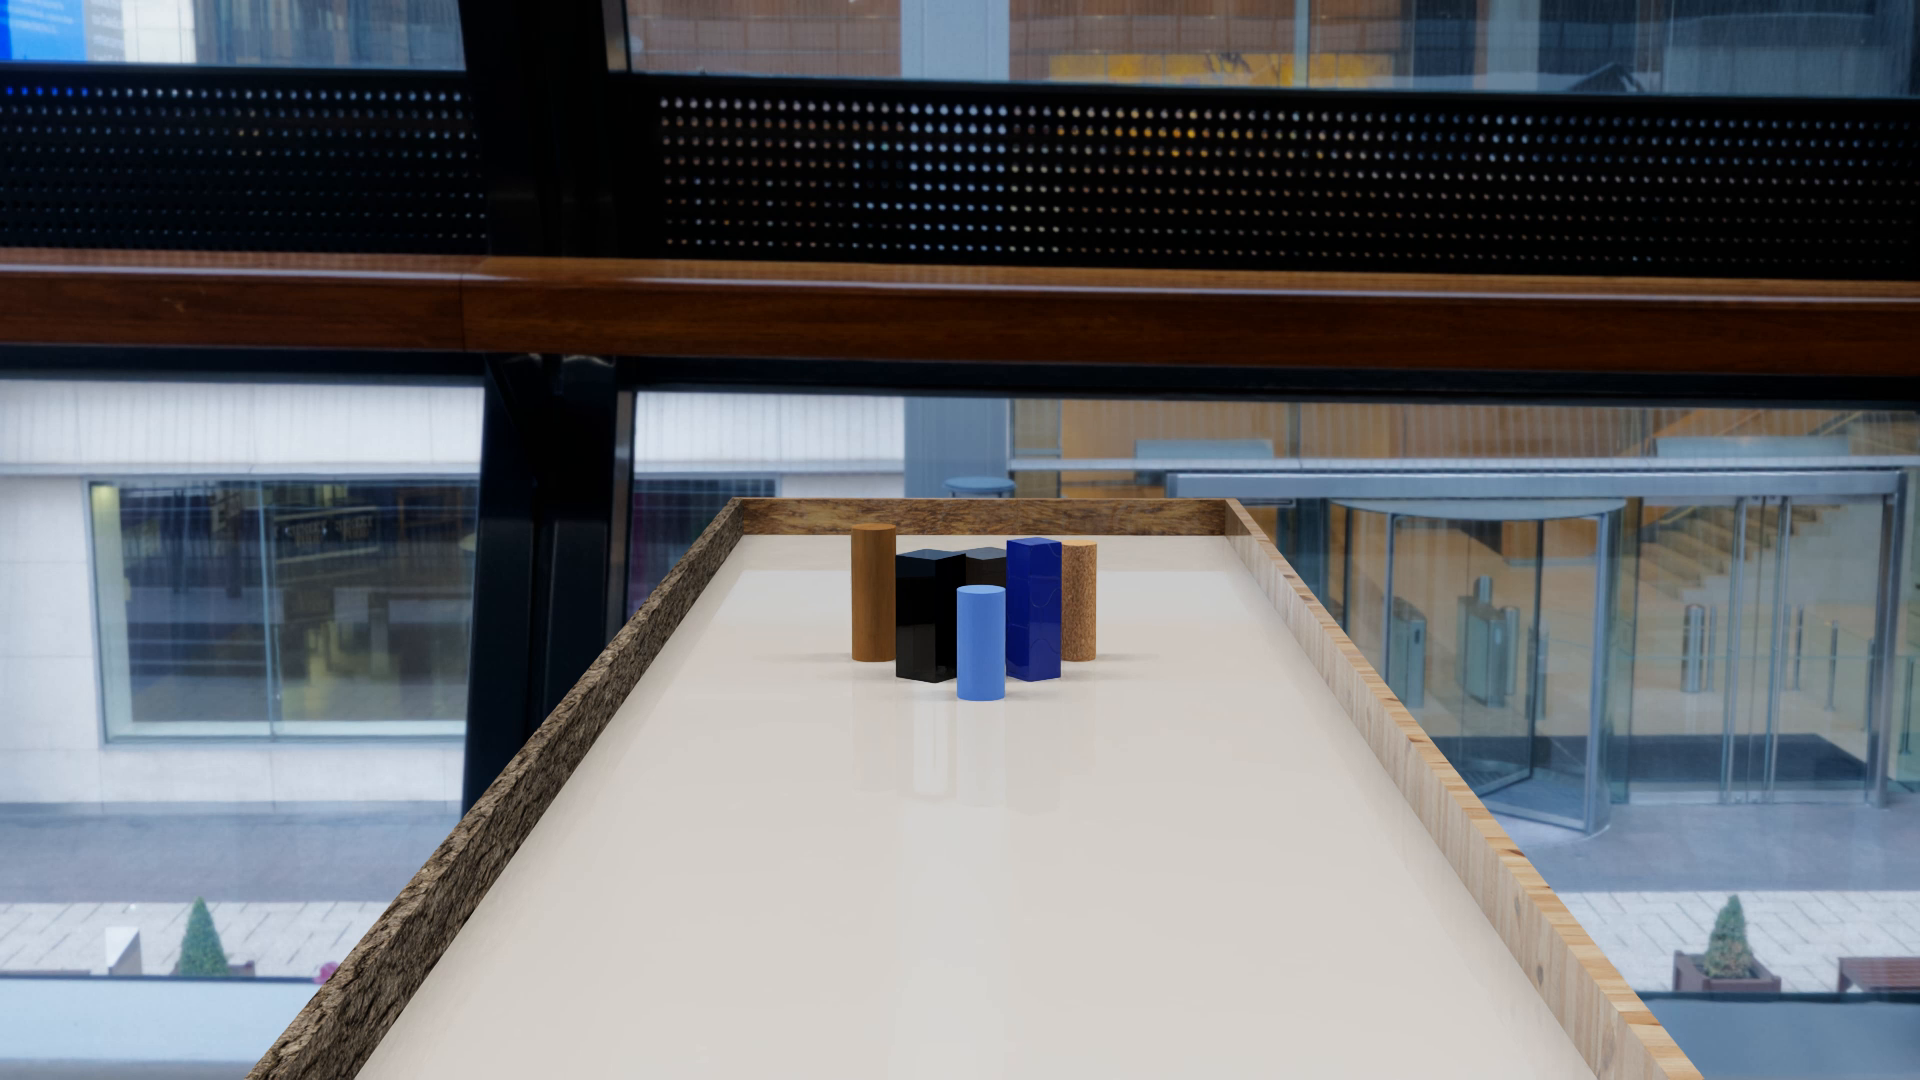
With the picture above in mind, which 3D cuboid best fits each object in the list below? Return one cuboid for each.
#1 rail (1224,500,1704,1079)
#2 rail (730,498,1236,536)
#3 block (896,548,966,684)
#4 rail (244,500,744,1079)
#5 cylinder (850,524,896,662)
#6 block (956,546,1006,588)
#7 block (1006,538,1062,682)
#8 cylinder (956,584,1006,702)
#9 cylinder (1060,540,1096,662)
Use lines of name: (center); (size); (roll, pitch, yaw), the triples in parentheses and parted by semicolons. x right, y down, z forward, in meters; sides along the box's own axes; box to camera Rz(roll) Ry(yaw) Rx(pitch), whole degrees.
rail: (1.046, 0.843, 3.208); (0.050, 0.150, 12.000); (0, 9, 1)
rail: (0.099, -0.098, 9.147); (2.100, 0.150, 0.050); (0, 9, 1)
block: (-0.086, 0.221, 6.453); (0.147, 0.364, 0.147); (7, 11, 36)
rail: (-1.004, 0.839, 3.234); (0.050, 0.150, 12.000); (0, 9, 1)
cylinder: (-0.262, 0.160, 6.704); (0.138, 0.406, 0.138); (0, 9, 0)
block: (0.081, 0.202, 6.681); (0.176, 0.329, 0.176); (-7, 12, -39)
block: (0.216, 0.202, 6.445); (0.115, 0.403, 0.115); (-6, 11, -34)
cylinder: (0.059, 0.290, 6.201); (0.137, 0.307, 0.137); (0, 9, 0)
cylinder: (0.358, 0.184, 6.705); (0.116, 0.357, 0.116); (0, 9, 0)
